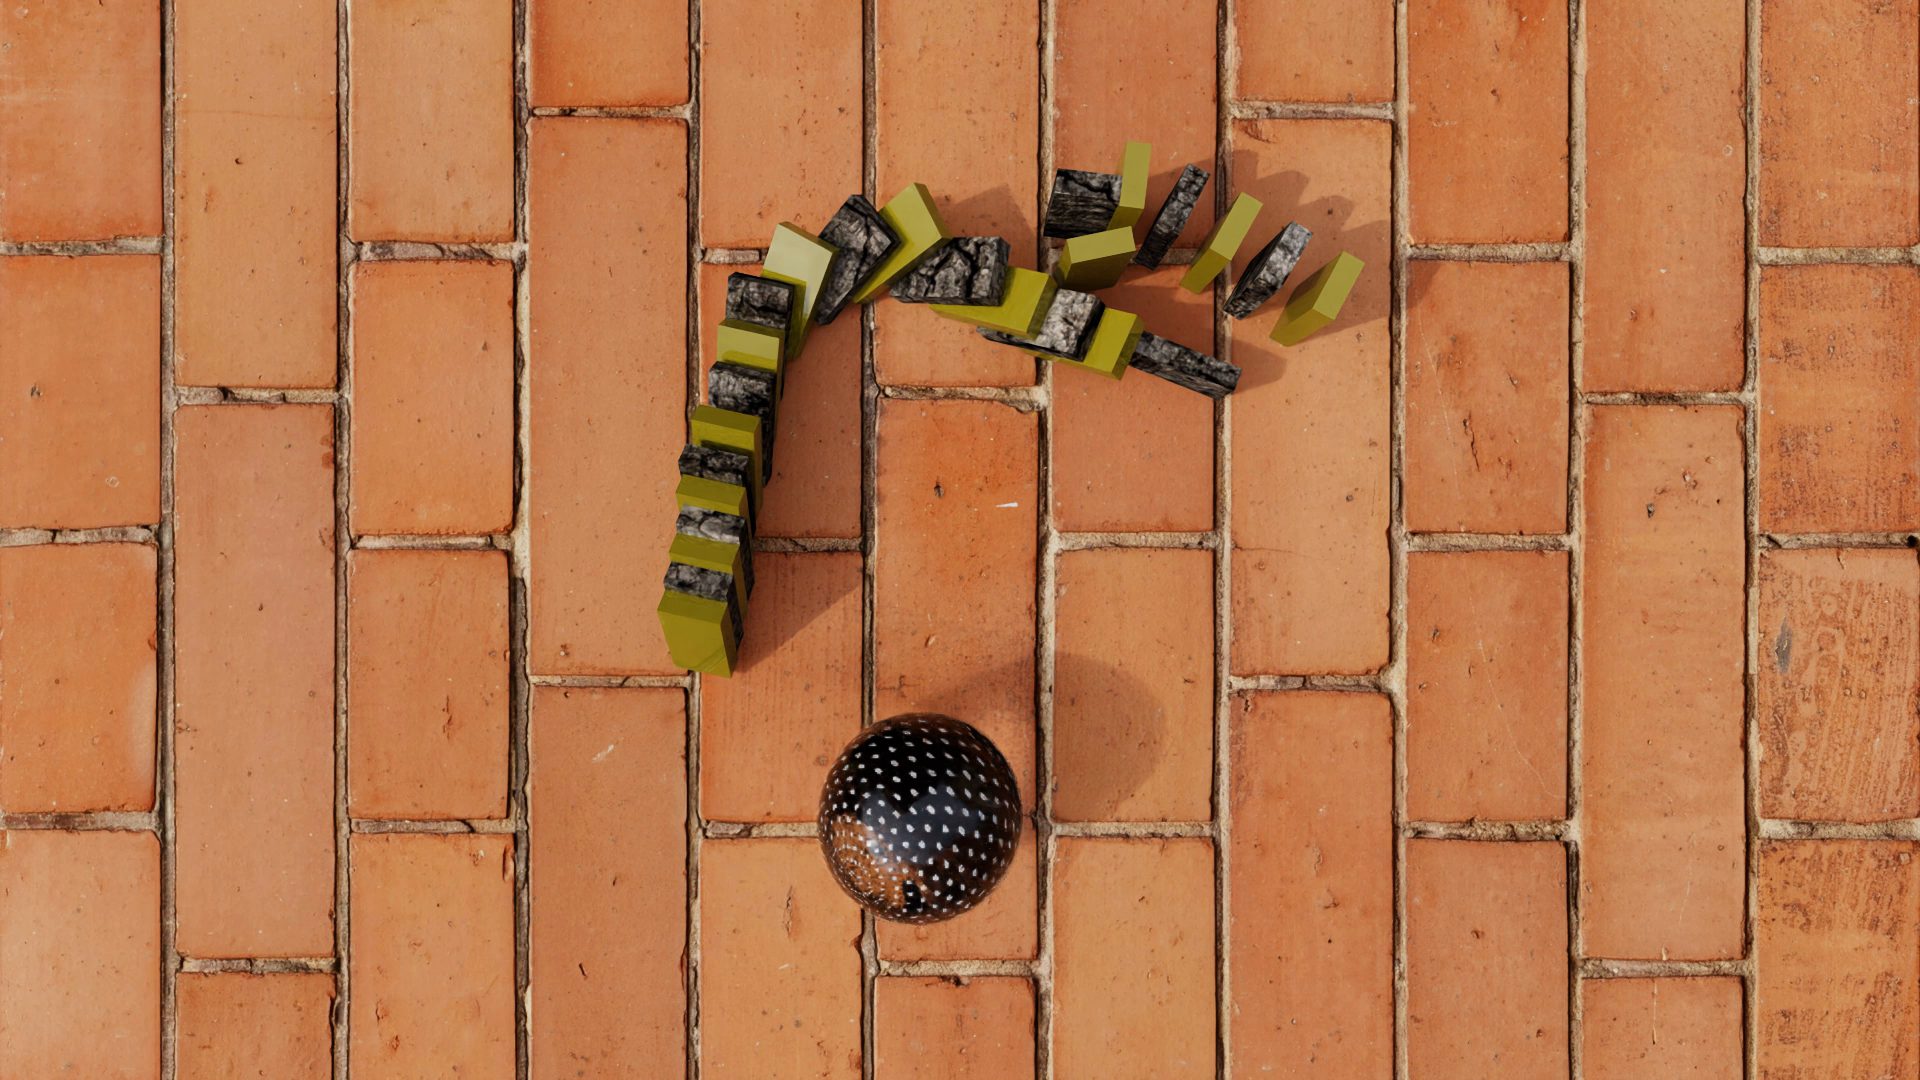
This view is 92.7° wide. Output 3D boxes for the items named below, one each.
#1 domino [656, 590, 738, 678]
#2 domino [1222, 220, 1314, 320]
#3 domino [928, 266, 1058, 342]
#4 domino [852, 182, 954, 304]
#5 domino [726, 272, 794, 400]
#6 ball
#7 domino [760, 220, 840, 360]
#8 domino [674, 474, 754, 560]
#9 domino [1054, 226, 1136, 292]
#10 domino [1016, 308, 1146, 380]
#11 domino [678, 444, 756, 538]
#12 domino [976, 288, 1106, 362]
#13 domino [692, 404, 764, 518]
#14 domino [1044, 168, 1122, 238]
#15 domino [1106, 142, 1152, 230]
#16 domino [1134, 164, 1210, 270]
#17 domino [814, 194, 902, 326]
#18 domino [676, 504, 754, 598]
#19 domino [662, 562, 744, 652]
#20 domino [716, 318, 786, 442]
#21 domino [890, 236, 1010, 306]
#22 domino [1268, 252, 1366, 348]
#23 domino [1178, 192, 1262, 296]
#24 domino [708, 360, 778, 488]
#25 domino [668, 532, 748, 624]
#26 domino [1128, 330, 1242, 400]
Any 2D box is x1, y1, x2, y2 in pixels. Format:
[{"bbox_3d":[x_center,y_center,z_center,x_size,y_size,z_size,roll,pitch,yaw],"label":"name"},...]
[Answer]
[{"bbox_3d":[-0.107,0.040,0.377,0.025,0.050,0.010,12,56,0],"label":"domino"},{"bbox_3d":[0.125,-0.109,0.375,0.010,0.050,0.025,31,90,0],"label":"domino"},{"bbox_3d":[0.013,-0.102,0.383,0.050,0.009,0.025,22,90,30],"label":"domino"},{"bbox_3d":[-0.030,-0.123,0.383,0.050,0.010,0.025,-28,89,32],"label":"domino"},{"bbox_3d":[-0.085,-0.084,0.384,0.025,0.009,0.050,13,118,0],"label":"domino"},{"bbox_3d":[-0.016,0.108,0.360,0.080,0.080,0.080,0,90,0],"label":"ball"},{"bbox_3d":[-0.071,-0.104,0.384,0.025,0.009,0.050,28,119,1],"label":"domino"},{"bbox_3d":[-0.100,-0.006,0.377,0.025,0.050,0.010,12,56,0],"label":"domino"},{"bbox_3d":[0.054,-0.113,0.375,0.025,0.050,0.009,-12,90,0],"label":"domino"},{"bbox_3d":[0.049,-0.085,0.382,0.050,0.009,0.025,25,92,35],"label":"domino"},{"bbox_3d":[-0.099,-0.018,0.377,0.025,0.050,0.010,12,55,0],"label":"domino"},{"bbox_3d":[0.033,-0.092,0.382,0.050,0.009,0.025,22,90,35],"label":"domino"},{"bbox_3d":[-0.095,-0.031,0.378,0.025,0.050,0.010,12,48,0],"label":"domino"},{"bbox_3d":[0.049,-0.136,0.375,0.025,0.050,0.009,7,90,0],"label":"domino"},{"bbox_3d":[0.067,-0.140,0.375,0.009,0.050,0.025,7,90,0],"label":"domino"},{"bbox_3d":[0.086,-0.131,0.375,0.009,0.050,0.025,27,90,0],"label":"domino"},{"bbox_3d":[-0.050,-0.116,0.383,0.050,0.009,0.025,-40,89,31],"label":"domino"},{"bbox_3d":[-0.100,0.006,0.377,0.025,0.050,0.010,12,56,0],"label":"domino"},{"bbox_3d":[-0.105,0.028,0.377,0.025,0.050,0.009,12,56,0],"label":"domino"},{"bbox_3d":[-0.088,-0.065,0.383,0.025,0.009,0.050,12,121,0],"label":"domino"},{"bbox_3d":[-0.005,-0.112,0.383,0.050,0.009,0.025,11,90,33],"label":"domino"},{"bbox_3d":[0.145,-0.097,0.375,0.009,0.050,0.025,29,90,0],"label":"domino"},{"bbox_3d":[0.106,-0.120,0.375,0.009,0.050,0.025,30,90,0],"label":"domino"},{"bbox_3d":[-0.091,-0.047,0.381,0.025,0.010,0.050,12,127,0],"label":"domino"},{"bbox_3d":[-0.102,0.017,0.377,0.025,0.050,0.010,12,56,0],"label":"domino"},{"bbox_3d":[0.091,-0.075,0.388,0.050,0.025,0.009,21,90,0],"label":"domino"}]
